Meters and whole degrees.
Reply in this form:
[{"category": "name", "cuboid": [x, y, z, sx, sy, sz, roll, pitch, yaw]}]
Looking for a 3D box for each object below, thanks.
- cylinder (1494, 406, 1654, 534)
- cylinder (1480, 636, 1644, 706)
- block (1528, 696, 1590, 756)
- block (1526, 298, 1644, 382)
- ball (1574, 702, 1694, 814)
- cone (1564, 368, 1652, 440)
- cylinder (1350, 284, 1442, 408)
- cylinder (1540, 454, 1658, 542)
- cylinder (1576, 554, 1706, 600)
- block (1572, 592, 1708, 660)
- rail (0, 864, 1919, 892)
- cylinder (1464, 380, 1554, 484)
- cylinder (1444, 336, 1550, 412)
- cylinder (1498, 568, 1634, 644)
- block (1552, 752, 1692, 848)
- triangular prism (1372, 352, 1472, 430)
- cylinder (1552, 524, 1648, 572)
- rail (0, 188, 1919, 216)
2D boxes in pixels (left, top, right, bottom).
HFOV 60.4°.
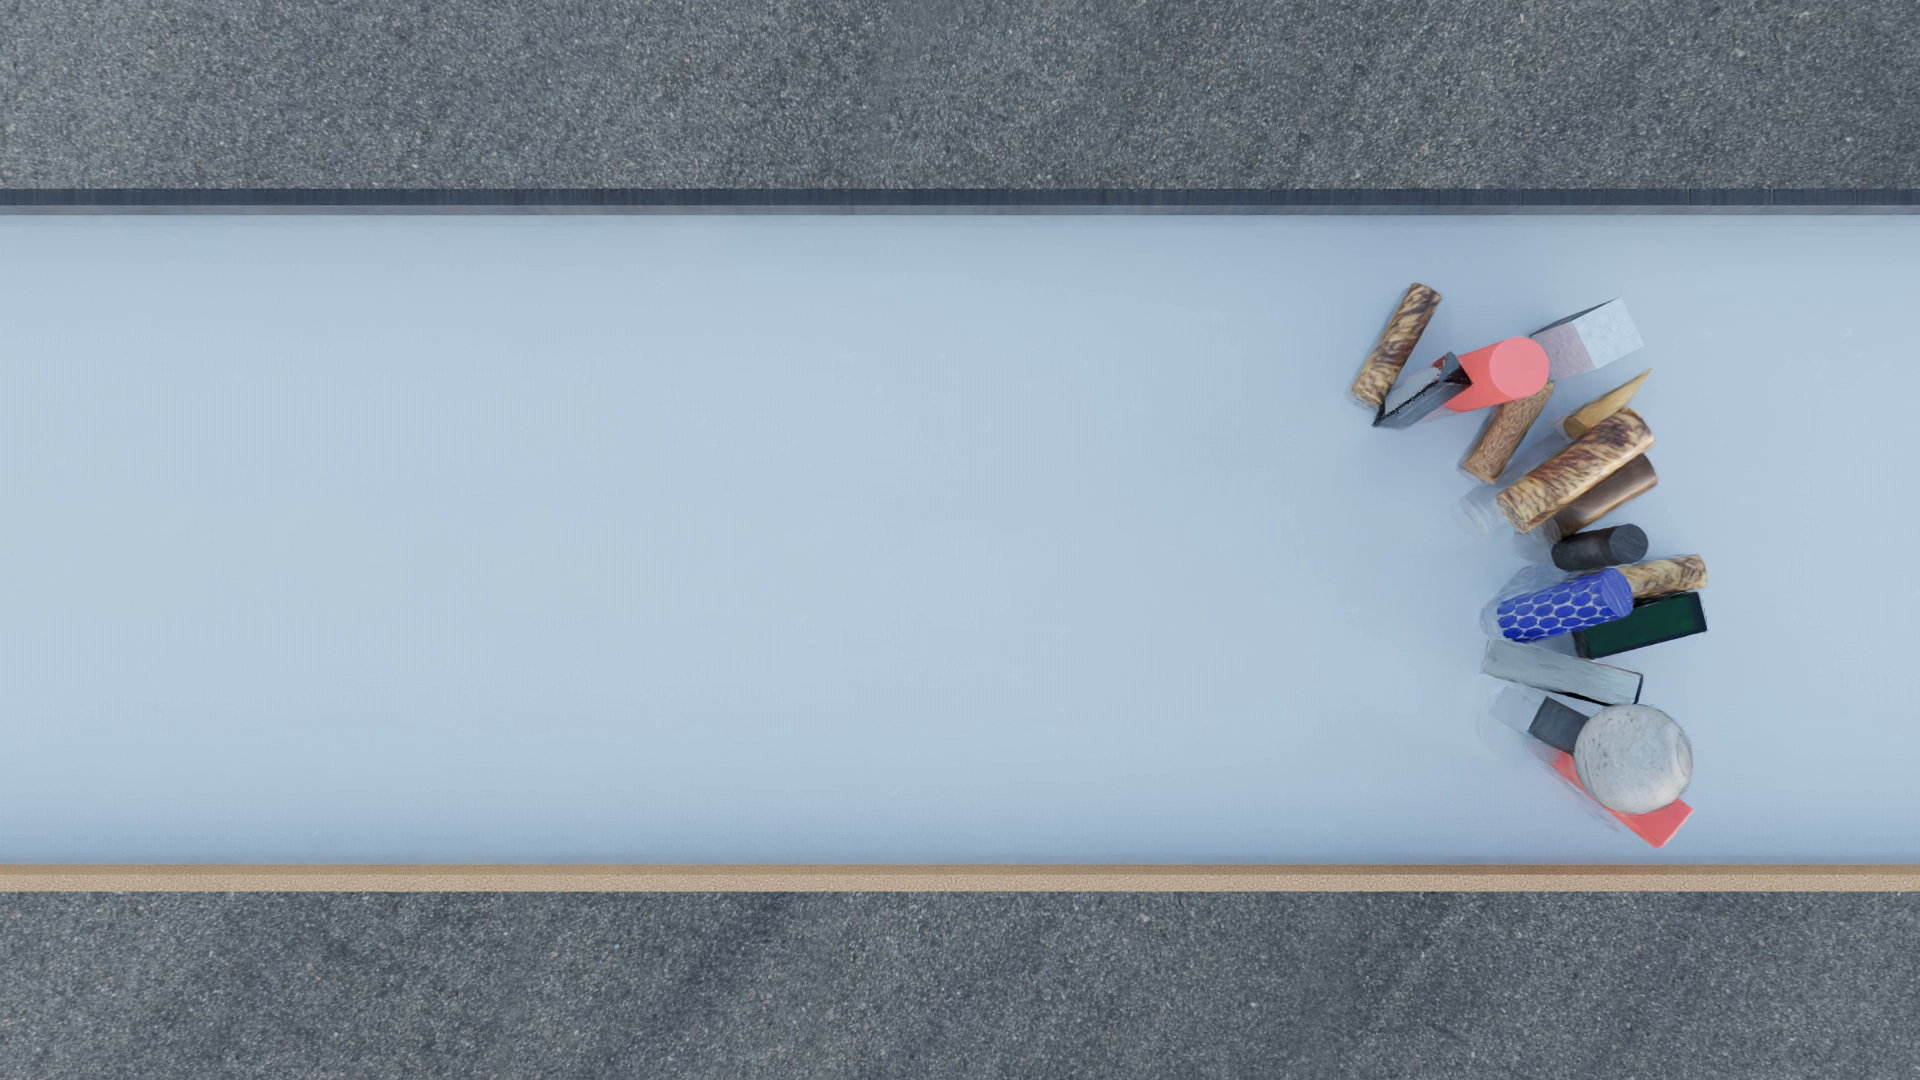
[{"category": "cylinder", "cuboid": [1.821, -0.206, 4.893, 0.455, 0.142, 0.142, -36, 90, 3]}, {"category": "cylinder", "cuboid": [1.793, 0.400, 4.924, 0.442, 0.119, 0.119, 15, 90, 16]}, {"category": "block", "cuboid": [1.905, 0.619, 4.866, 0.432, 0.107, 0.107, 28, 84, 20]}, {"category": "block", "cuboid": [1.818, -0.579, 4.850, 0.152, 0.452, 0.152, -26, 90, 0]}, {"category": "ball", "cuboid": [1.895, 0.615, 4.646, 0.311, 0.311, 0.311, 0, 90, 0]}, {"category": "cone", "cuboid": [2.010, -0.428, 5.046, 0.333, 0.123, 0.123, -40, 90, -10]}, {"category": "cylinder", "cuboid": [1.330, -0.592, 5.026, 0.100, 0.100, 0.380, 30, 90, 0]}, {"category": "cylinder", "cuboid": [1.925, -0.140, 5.004, 0.334, 0.145, 0.145, -30, 90, 0]}, {"category": "cylinder", "cuboid": [2.073, 0.125, 5.024, 0.359, 0.105, 0.105, -10, 90, 0]}, {"category": "block", "cuboid": [2.060, 0.259, 5.017, 0.357, 0.118, 0.118, -14, 90, 0]}, {"category": "rail", "cuboid": [-2.247, 1.025, 5.001, 12.000, 0.150, 0.050, 0, 90, 0]}, {"category": "cylinder", "cuboid": [1.674, -0.343, 5.024, 0.105, 0.105, 0.340, 33, 90, 0]}, {"category": "cylinder", "cuboid": [1.555, -0.481, 4.845, 0.172, 0.456, 0.172, 0, 89, -3]}, {"category": "cylinder", "cuboid": [1.789, 0.201, 4.889, 0.147, 0.363, 0.147, 13, 66, -32]}, {"category": "block", "cuboid": [1.979, 0.741, 4.944, 0.374, 0.138, 0.138, 41, 88, 21]}, {"category": "triangular prism", "cuboid": [1.365, -0.444, 4.907, 0.115, 0.344, 0.099, 5, 70, -19]}, {"category": "cylinder", "cuboid": [1.882, 0.026, 4.866, 0.112, 0.414, 0.112, 0, 86, -2]}, {"category": "rail", "cuboid": [-2.247, -1.025, 5.002, 12.000, 0.150, 0.050, 0, 90, 0]}]
